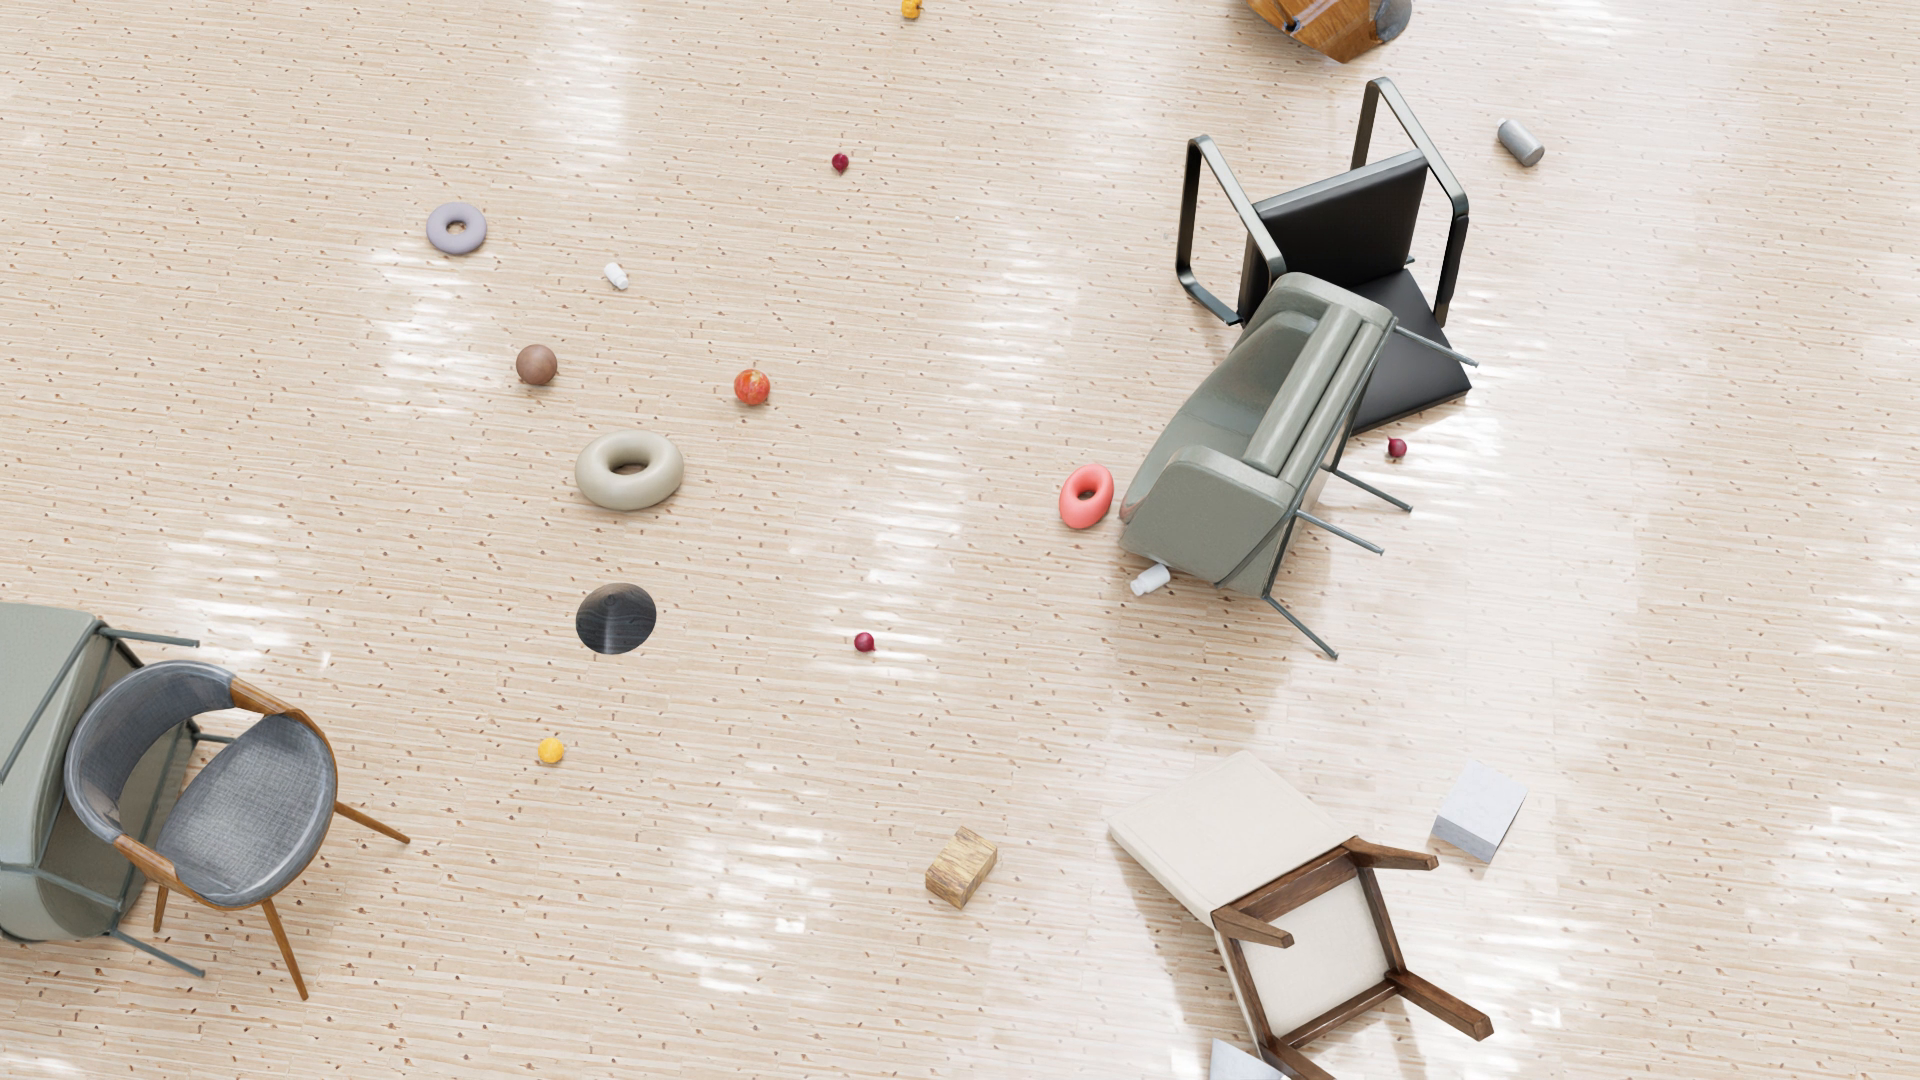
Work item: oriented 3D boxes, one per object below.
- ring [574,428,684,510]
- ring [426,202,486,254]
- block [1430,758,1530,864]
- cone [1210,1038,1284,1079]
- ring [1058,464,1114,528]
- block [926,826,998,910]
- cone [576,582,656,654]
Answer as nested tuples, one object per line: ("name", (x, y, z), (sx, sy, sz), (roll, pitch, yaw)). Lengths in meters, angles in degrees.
("ring", (-0.998, -0.213, 6.638), (0.330, 0.133, 0.262), (-6, 55, -6))
("ring", (-1.656, -1.026, 7.230), (0.196, 0.055, 0.223), (-28, 60, -16))
("block", (1.421, 0.740, 6.011), (0.177, 0.110, 0.205), (28, 61, 18))
("cone", (0.675, 1.422, 5.575), (0.203, 0.156, 0.249), (24, 77, 22))
("ring", (0.380, -0.132, 6.598), (0.150, 0.111, 0.217), (24, 61, 17))
("block", (0.004, 0.882, 5.924), (0.116, 0.096, 0.173), (30, 61, 18))
("cone", (-1.004, 0.192, 6.366), (0.236, 0.131, 0.250), (8, 56, 5))
